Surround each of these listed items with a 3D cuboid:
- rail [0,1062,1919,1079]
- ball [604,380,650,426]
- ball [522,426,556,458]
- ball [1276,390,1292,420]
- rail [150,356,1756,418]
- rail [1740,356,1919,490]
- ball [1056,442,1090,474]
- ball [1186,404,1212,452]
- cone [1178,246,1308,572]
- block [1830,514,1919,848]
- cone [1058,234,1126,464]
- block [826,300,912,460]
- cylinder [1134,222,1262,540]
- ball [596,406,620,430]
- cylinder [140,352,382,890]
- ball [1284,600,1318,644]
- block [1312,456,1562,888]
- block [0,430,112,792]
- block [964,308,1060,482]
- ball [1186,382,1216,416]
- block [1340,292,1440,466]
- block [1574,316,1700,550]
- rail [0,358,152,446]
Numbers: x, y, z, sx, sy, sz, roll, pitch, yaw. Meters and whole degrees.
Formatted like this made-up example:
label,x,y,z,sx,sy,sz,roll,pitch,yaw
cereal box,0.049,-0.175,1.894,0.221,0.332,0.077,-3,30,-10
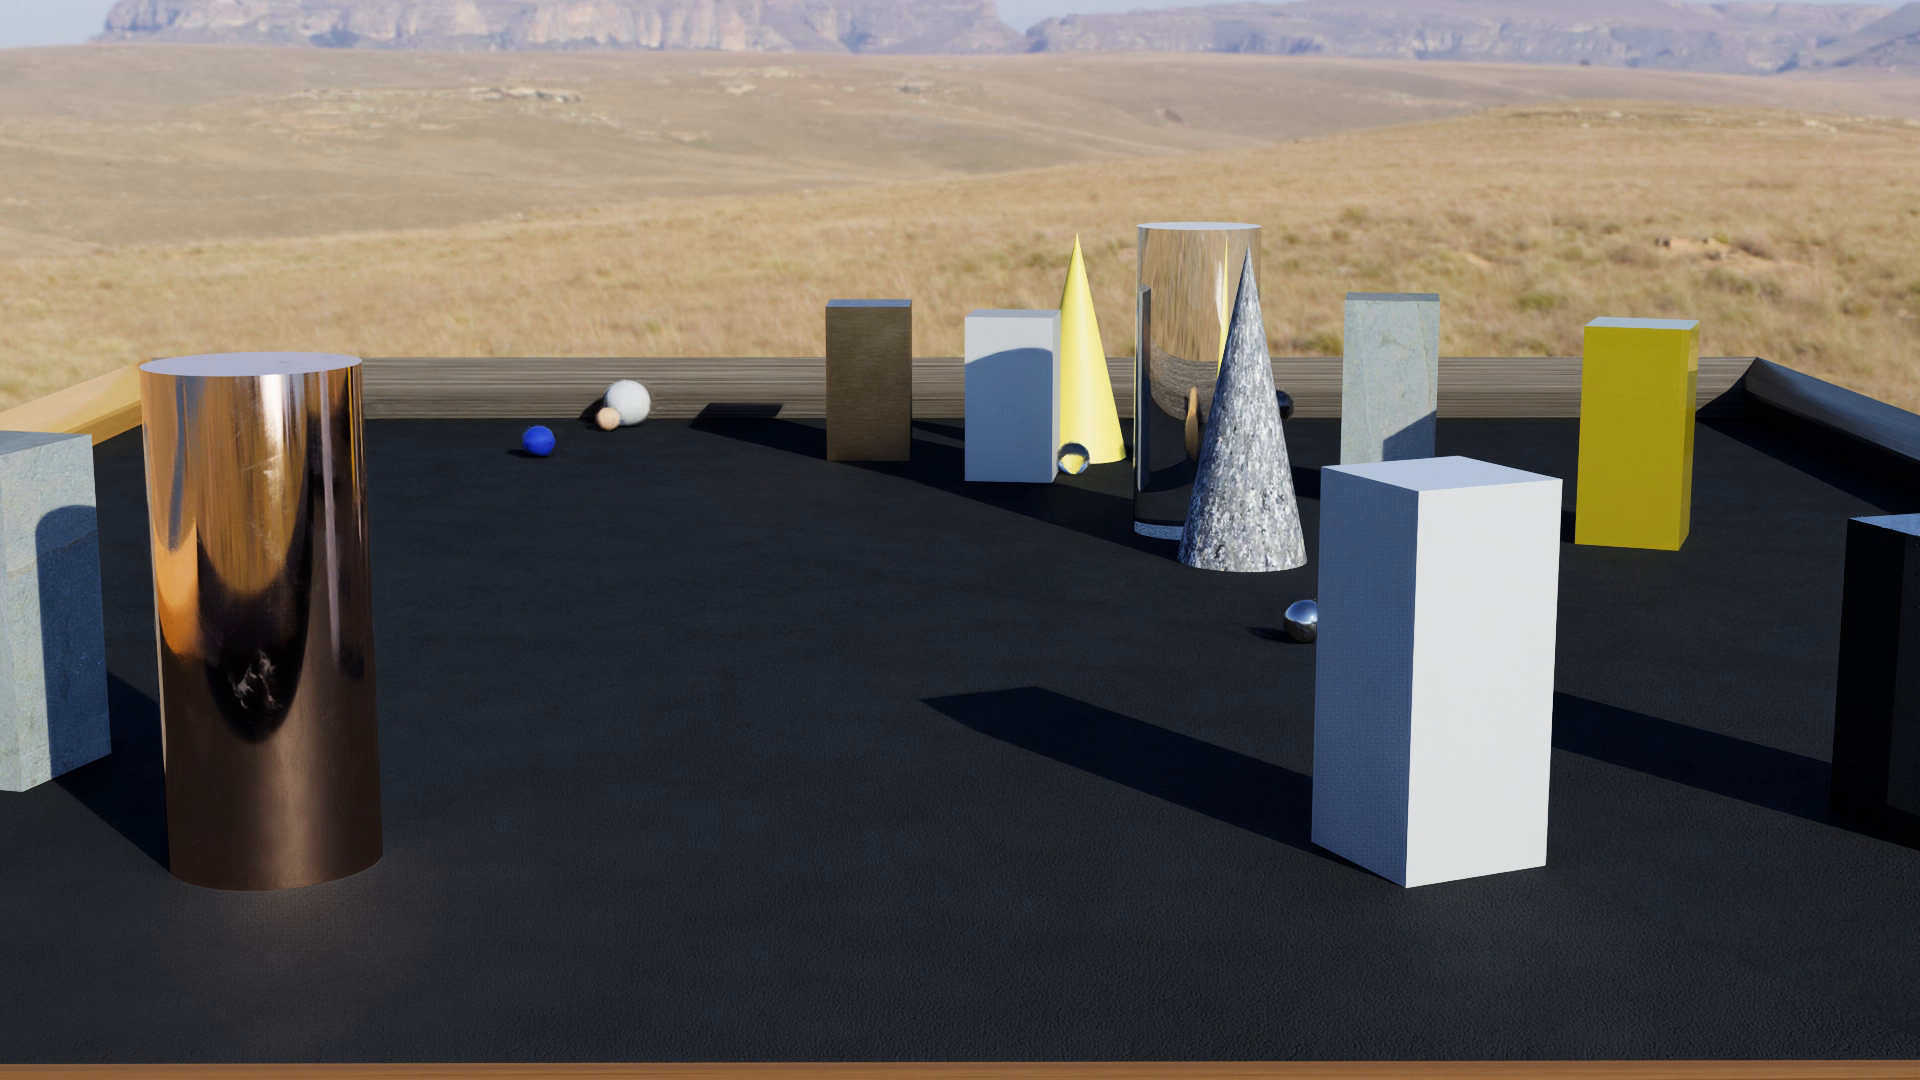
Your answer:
label,x,y,z,sx,sy,sz,roll,pitch,yaw
rail,0.011,0.377,1.595,3.332,0.125,0.045,0,11,0
ball,-0.675,-0.278,5.207,0.095,0.095,0.095,0,11,0
ball,-0.787,-0.184,4.796,0.060,0.060,0.060,0,11,0
ball,0.646,-0.275,5.265,0.069,0.069,0.069,0,11,0
rail,-0.011,-0.312,5.303,3.332,0.125,0.045,0,11,0
rail,1.642,0.031,3.458,0.045,0.125,3.819,0,11,0
ball,0.203,-0.146,4.594,0.060,0.060,0.060,0,11,0
ball,0.474,-0.210,4.836,0.096,0.096,0.096,0,11,0
cone,0.419,-0.202,3.774,0.193,0.469,0.193,0,11,0
block,0.956,0.132,2.460,0.154,0.293,0.154,-4,11,-18
cone,0.216,-0.363,4.781,0.193,0.417,0.193,0,11,0
block,-0.169,-0.302,4.813,0.154,0.286,0.154,0,11,1
cylinder,0.370,-0.252,4.017,0.193,0.478,0.193,0,11,0
ball,-0.707,-0.243,5.147,0.048,0.048,0.048,0,11,0
cylinder,-0.634,0.069,2.340,0.193,0.461,0.193,0,11,0
ball,0.439,0.103,3.263,0.056,0.056,0.056,0,11,0
block,0.436,0.116,2.364,0.154,0.360,0.154,-5,12,-25
block,-1.003,0.068,2.661,0.154,0.344,0.154,3,11,16
block,0.095,-0.259,4.572,0.154,0.290,0.154,1,11,7
ball,0.503,-0.277,5.215,0.090,0.090,0.090,0,11,0
block,0.724,-0.239,4.325,0.154,0.341,0.154,2,11,9
block,1.044,-0.167,3.952,0.154,0.335,0.154,4,11,21
rail,-1.642,0.034,3.440,0.045,0.125,3.819,0,11,0
